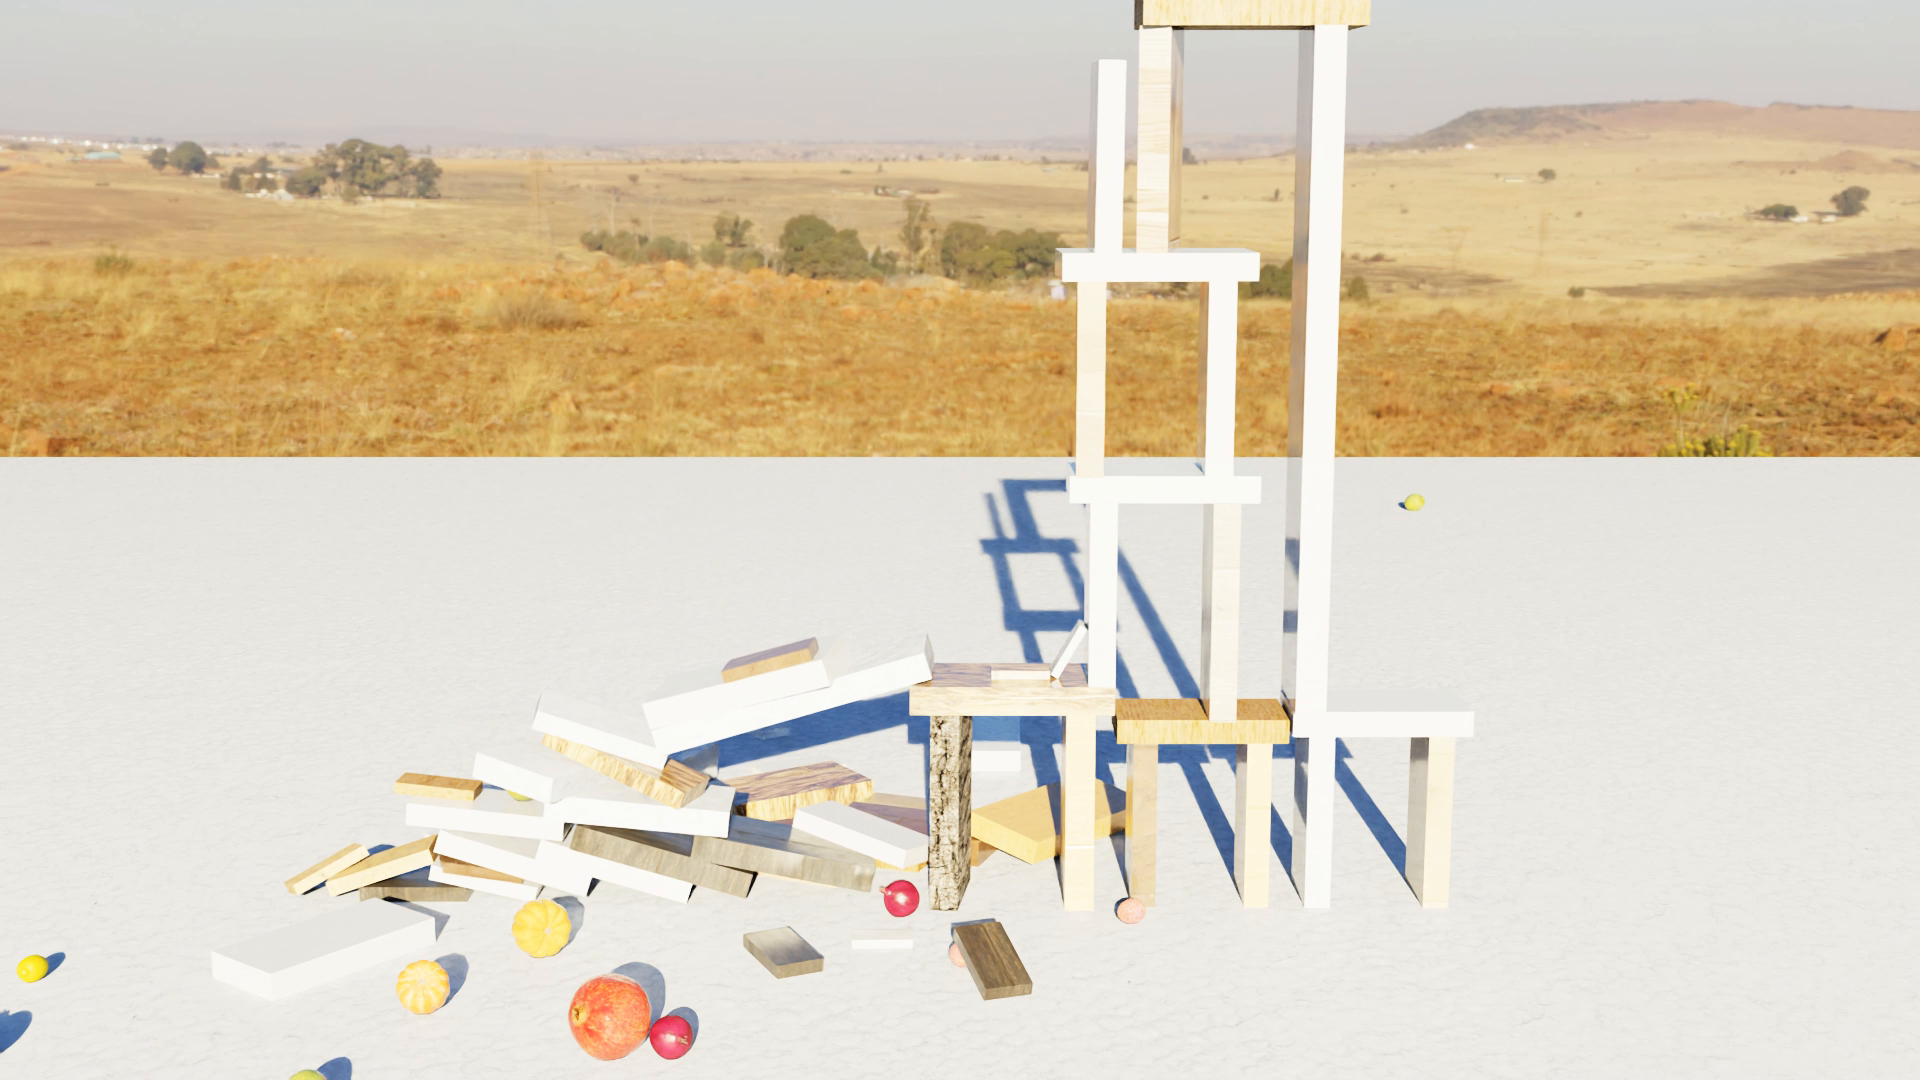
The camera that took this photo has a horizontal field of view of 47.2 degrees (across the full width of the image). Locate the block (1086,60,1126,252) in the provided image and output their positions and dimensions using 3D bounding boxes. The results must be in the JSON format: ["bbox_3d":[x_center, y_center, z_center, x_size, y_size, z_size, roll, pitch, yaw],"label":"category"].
[{"bbox_3d":[0.229,-0.601,3.446,0.041,0.292,0.146,0,11,-2],"label":"block"}]

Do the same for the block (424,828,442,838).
[{"bbox_3d":[-0.880,0.537,3.900,0.142,0.020,0.071,10,14,43],"label":"block"}]

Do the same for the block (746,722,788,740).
[{"bbox_3d":[-0.424,0.396,4.664,0.064,0.018,0.129,-7,13,-34],"label":"block"}]

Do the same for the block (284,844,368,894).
[{"bbox_3d":[-1.059,0.550,3.677,0.131,0.019,0.066,-30,11,-28],"label":"block"}]

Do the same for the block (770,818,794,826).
[{"bbox_3d":[-0.314,0.525,3.958,0.155,0.022,0.077,-5,12,-24],"label":"block"}]

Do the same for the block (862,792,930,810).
[{"bbox_3d":[-0.098,0.500,4.088,0.166,0.023,0.083,4,11,21],"label":"block"}]

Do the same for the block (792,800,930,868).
[{"bbox_3d":[-0.159,0.498,3.731,0.223,0.032,0.112,16,10,28],"label":"block"}]

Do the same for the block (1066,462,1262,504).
[{"bbox_3d":[0.324,-0.093,3.533,0.300,0.042,0.150,0,11,1],"label":"block"}]

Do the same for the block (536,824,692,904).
[{"bbox_3d":[-0.569,0.533,3.663,0.257,0.036,0.128,17,8,-5],"label":"block"}]

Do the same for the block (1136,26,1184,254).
[{"bbox_3d":[0.315,-0.628,3.454,0.049,0.343,0.171,2,11,12],"label":"block"}]

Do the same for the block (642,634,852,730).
[{"bbox_3d":[-0.347,0.231,3.602,0.314,0.044,0.157,-14,10,14],"label":"block"}]

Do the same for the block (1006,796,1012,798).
[{"bbox_3d":[0.120,0.503,4.088,0.064,0.018,0.129,0,11,-2],"label":"block"}]

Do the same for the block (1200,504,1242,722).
[{"bbox_3d":[0.423,0.103,3.576,0.042,0.358,0.150,0,11,0],"label":"block"}]

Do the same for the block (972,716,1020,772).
[{"bbox_3d":[0.050,0.413,4.511,0.146,0.041,0.292,0,11,1],"label":"block"}]

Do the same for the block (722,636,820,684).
[{"bbox_3d":[-0.306,0.194,3.546,0.148,0.021,0.074,-15,10,9],"label":"block"}]

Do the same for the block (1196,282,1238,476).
[{"bbox_3d":[0.408,-0.264,3.503,0.043,0.305,0.153,0,11,1],"label":"block"}]

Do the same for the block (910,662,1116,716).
[{"bbox_3d":[0.084,0.244,3.606,0.329,0.047,0.164,0,11,0],"label":"block"}]

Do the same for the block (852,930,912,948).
[{"bbox_3d":[-0.122,0.625,3.445,0.094,0.013,0.047,0,11,-2],"label":"block"}]

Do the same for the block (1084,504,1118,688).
[{"bbox_3d":[0.228,0.075,3.569,0.042,0.300,0.150,0,11,0],"label":"block"}]

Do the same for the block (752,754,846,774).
[{"bbox_3d":[-0.317,0.455,4.332,0.166,0.023,0.083,-6,12,-31],"label":"block"}]

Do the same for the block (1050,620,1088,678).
[{"bbox_3d":[0.177,0.178,3.592,0.013,0.094,0.047,30,9,-5],"label":"block"}]

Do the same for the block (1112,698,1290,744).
[{"bbox_3d":[0.393,0.297,3.619,0.277,0.039,0.139,0,11,0],"label":"block"}]

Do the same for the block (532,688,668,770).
[{"bbox_3d":[-0.593,0.312,3.642,0.223,0.032,0.112,19,13,-11],"label":"block"}]

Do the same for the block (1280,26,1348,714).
[{"bbox_3d":[0.562,-0.265,3.507,0.049,1.077,0.171,0,11,0],"label":"block"}]

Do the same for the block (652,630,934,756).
[{"bbox_3d":[-0.271,0.251,3.620,0.461,0.044,0.157,-16,10,4],"label":"block"}]

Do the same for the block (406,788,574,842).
[{"bbox_3d":[-0.775,0.450,3.650,0.257,0.036,0.128,6,9,-1],"label":"block"}]

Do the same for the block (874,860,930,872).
[{"bbox_3d":[-0.121,0.552,3.822,0.129,0.018,0.064,4,11,20],"label":"block"}]

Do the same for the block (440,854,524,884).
[{"bbox_3d":[-0.790,0.538,3.631,0.131,0.019,0.066,12,10,-20],"label":"block"}]

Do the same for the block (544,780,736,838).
[{"bbox_3d":[-0.528,0.437,3.650,0.299,0.042,0.149,6,9,-3],"label":"block"}]

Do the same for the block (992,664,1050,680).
[{"bbox_3d":[0.099,0.215,3.595,0.095,0.013,0.047,0,11,0],"label":"block"}]

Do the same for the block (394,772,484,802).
[{"bbox_3d":[-0.867,0.411,3.659,0.131,0.019,0.066,6,9,0],"label":"block"}]

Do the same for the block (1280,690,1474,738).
[{"bbox_3d":[0.682,0.284,3.612,0.291,0.041,0.145,0,11,0],"label":"block"}]

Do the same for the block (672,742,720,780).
[{"bbox_3d":[-0.515,0.442,4.266,0.020,0.071,0.142,11,14,23],"label":"block"}]

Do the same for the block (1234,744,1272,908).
[{"bbox_3d":[0.485,0.453,3.648,0.039,0.277,0.139,0,11,0],"label":"block"}]

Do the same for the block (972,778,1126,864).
[{"bbox_3d":[0.177,0.495,3.935,0.146,0.041,0.369,21,17,32],"label":"block"}]

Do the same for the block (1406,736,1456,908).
[{"bbox_3d":[0.779,0.446,3.646,0.041,0.291,0.145,0,11,0],"label":"block"}]

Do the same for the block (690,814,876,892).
[{"bbox_3d":[-0.292,0.518,3.671,0.299,0.042,0.149,11,9,-4],"label":"block"}]

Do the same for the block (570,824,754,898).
[{"bbox_3d":[-0.493,0.514,3.670,0.299,0.042,0.149,17,8,-6],"label":"block"}]

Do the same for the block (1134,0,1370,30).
[{"bbox_3d":[0.448,-0.818,3.406,0.343,0.049,0.171,0,11,0],"label":"block"}]

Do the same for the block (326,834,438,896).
[{"bbox_3d":[-0.959,0.541,3.666,0.177,0.025,0.089,-18,10,-1],"label":"block"}]

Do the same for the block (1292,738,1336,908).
[{"bbox_3d":[0.585,0.446,3.646,0.041,0.291,0.145,0,11,0],"label":"block"}]

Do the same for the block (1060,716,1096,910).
[{"bbox_3d":[0.194,0.428,3.640,0.047,0.328,0.164,0,11,0],"label":"block"}]

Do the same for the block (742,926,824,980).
[{"bbox_3d":[-0.273,0.633,3.377,0.074,0.021,0.148,-5,12,-25],"label":"block"}]

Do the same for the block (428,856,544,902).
[{"bbox_3d":[-0.785,0.558,3.665,0.177,0.025,0.089,13,10,-2],"label":"block"}]

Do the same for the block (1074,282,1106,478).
[{"bbox_3d":[0.207,-0.262,3.496,0.043,0.305,0.153,0,11,2],"label":"block"}]

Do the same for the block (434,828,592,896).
[{"bbox_3d":[-0.735,0.519,3.657,0.257,0.036,0.128,18,8,-7],"label":"block"}]

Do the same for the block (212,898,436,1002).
[{"bbox_3d":[-0.972,0.624,3.371,0.149,0.042,0.298,8,13,37],"label":"block"}]

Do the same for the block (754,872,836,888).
[{"bbox_3d":[-0.267,0.560,3.765,0.166,0.023,0.083,5,12,25],"label":"block"}]

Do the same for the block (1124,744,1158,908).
[{"bbox_3d":[0.300,0.453,3.648,0.039,0.277,0.139,0,11,0],"label":"block"}]

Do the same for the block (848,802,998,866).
[{"bbox_3d":[-0.082,0.522,3.917,0.298,0.042,0.149,4,11,20],"label":"block"}]

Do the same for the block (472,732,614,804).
[{"bbox_3d":[-0.656,0.366,3.690,0.149,0.042,0.328,16,12,21],"label":"block"}]

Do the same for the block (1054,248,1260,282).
[{"bbox_3d":[0.308,-0.435,3.473,0.305,0.043,0.153,0,11,-2],"label":"block"}]

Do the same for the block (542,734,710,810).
[{"bbox_3d":[-0.552,0.365,3.634,0.257,0.032,0.112,24,13,11],"label":"block"}]

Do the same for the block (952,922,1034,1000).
[{"bbox_3d":[0.048,0.628,3.285,0.074,0.021,0.148,-4,29,-19],"label":"block"}]

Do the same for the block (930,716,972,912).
[{"bbox_3d":[-0.015,0.429,3.637,0.047,0.328,0.164,2,11,8],"label":"block"}]

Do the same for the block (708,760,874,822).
[{"bbox_3d":[-0.338,0.479,4.142,0.314,0.044,0.157,-7,12,-32],"label":"block"}]

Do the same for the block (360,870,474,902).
[{"bbox_3d":[-0.902,0.577,3.671,0.177,0.025,0.089,0,11,0],"label":"block"}]
